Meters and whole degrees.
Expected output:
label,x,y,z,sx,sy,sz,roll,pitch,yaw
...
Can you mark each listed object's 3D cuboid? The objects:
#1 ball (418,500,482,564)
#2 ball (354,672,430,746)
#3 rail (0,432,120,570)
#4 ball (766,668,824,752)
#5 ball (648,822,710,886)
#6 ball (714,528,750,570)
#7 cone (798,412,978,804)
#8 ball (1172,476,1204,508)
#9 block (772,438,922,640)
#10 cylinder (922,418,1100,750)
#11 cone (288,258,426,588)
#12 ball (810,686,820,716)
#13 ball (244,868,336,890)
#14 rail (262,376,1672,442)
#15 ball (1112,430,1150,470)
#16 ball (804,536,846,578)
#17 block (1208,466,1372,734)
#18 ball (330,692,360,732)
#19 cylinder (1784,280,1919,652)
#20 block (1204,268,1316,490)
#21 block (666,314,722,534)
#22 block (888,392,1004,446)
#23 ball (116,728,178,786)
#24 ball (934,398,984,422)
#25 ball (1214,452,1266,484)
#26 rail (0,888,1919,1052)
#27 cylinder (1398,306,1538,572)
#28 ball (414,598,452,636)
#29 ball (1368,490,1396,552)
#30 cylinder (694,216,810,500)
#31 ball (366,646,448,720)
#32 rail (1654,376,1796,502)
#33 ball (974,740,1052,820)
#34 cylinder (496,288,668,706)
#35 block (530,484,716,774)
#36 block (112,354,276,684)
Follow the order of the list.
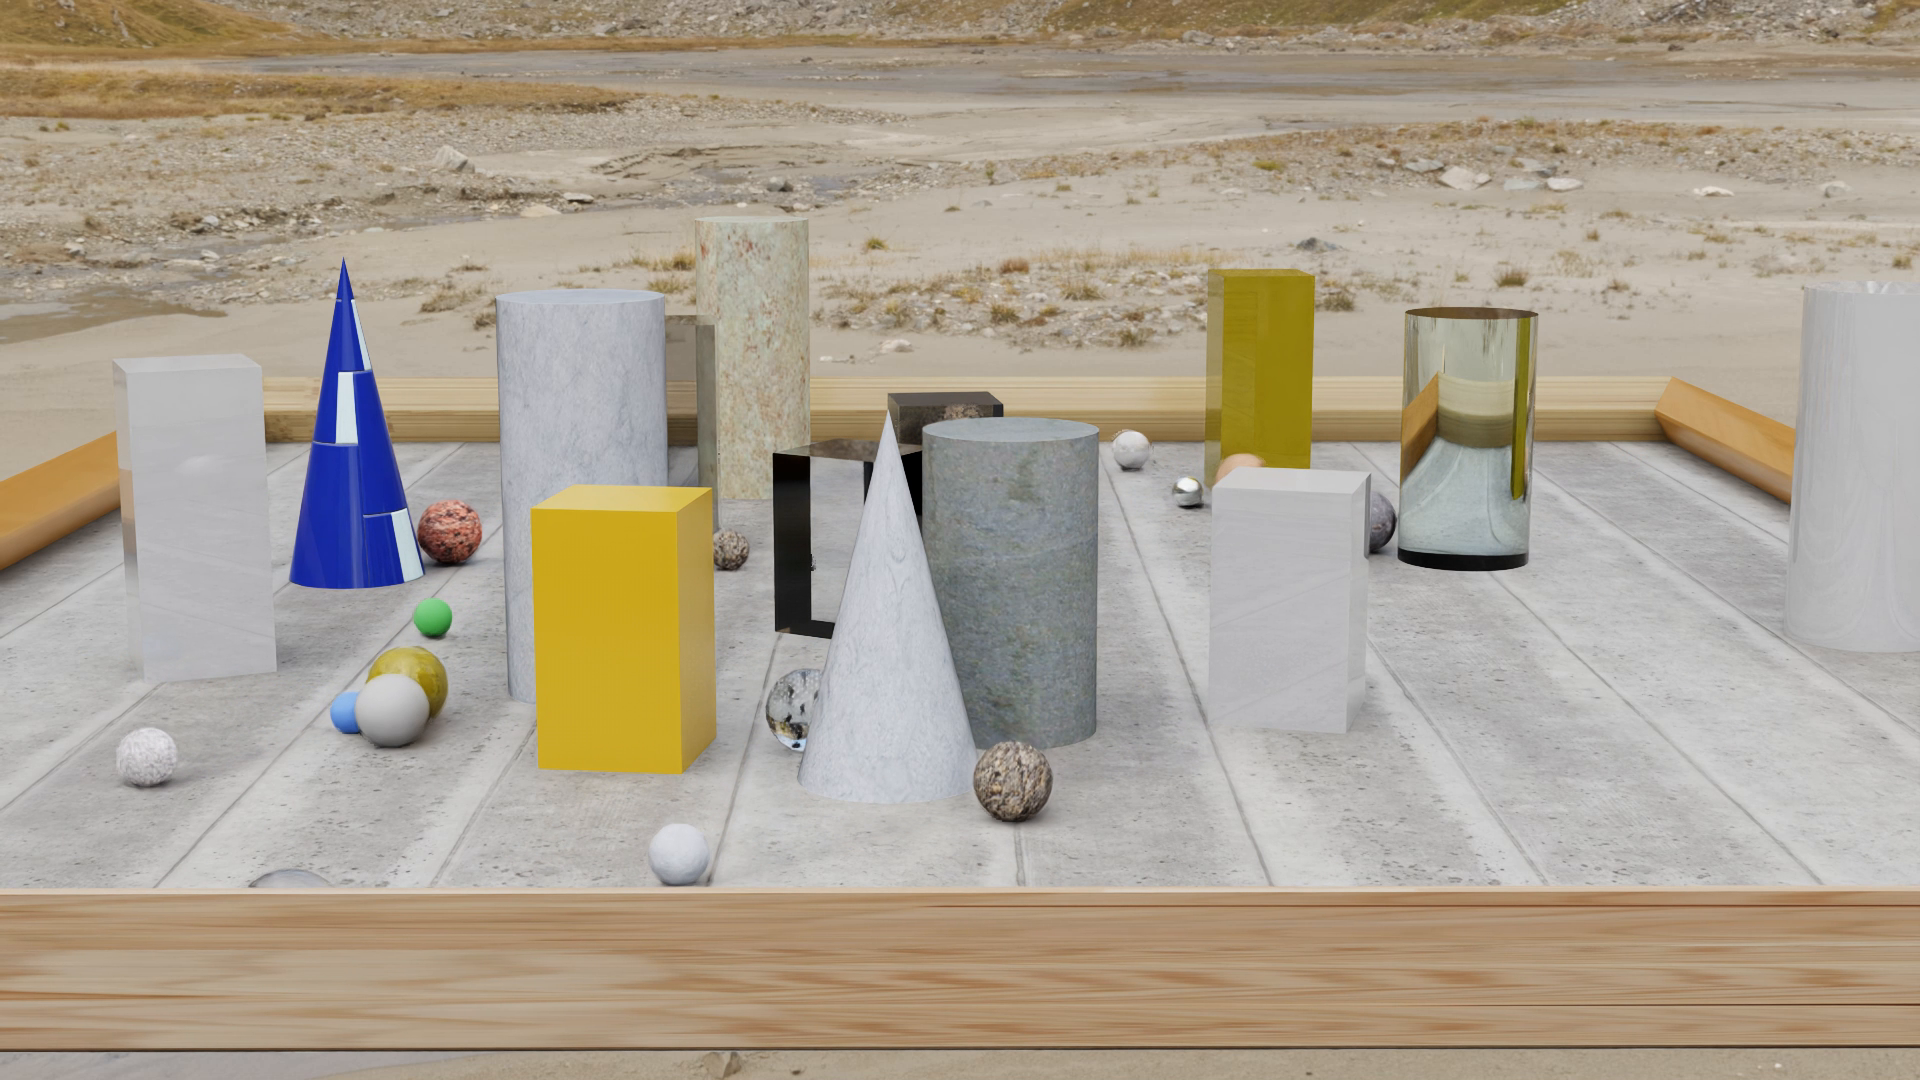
label,x,y,z,sx,sy,sz,roll,pitch,yaw
ball,-0.751,-0.012,3.775,0.094,0.094,0.094,0,11,0
ball,-0.613,0.183,2.769,0.079,0.079,0.079,0,11,0
rail,-1.372,0.034,3.441,0.045,0.125,3.141,0,11,0
ball,-0.163,0.182,2.746,0.090,0.090,0.090,0,11,0
ball,-0.252,0.282,2.301,0.056,0.056,0.056,0,11,0
ball,-0.336,0.013,3.736,0.060,0.060,0.060,0,11,0
cone,-0.072,0.056,2.617,0.192,0.384,0.192,0,11,0
ball,0.378,-0.080,4.258,0.052,0.052,0.052,0,11,0
block,-0.135,-0.001,3.334,0.154,0.235,0.154,6,12,30
cylinder,0.055,0.044,2.816,0.192,0.335,0.192,0,11,0
cone,-0.868,-0.174,3.653,0.192,0.459,0.192,0,11,0
ball,-0.144,0.182,2.859,0.048,0.048,0.048,0,11,0
ball,-0.535,0.310,2.045,0.095,0.095,0.095,0,11,0
rail,-0.009,-0.251,4.970,2.792,0.125,0.045,0,11,0
ball,0.311,-0.164,4.658,0.070,0.070,0.070,0,11,0
ball,-0.194,0.024,3.678,0.059,0.059,0.059,0,11,0
block,0.372,0.064,2.891,0.154,0.268,0.154,3,11,16
ball,-0.671,0.189,2.826,0.046,0.046,0.046,0,11,0
cylinder,1.161,-0.097,3.264,0.192,0.448,0.192,0,11,0
block,0.511,-0.269,4.391,0.154,0.376,0.154,-1,11,-5
block,-0.441,-0.158,3.867,0.154,0.348,0.154,-1,11,-3
block,-0.023,-0.096,3.847,0.154,0.234,0.154,-1,11,-8
ball,-0.829,0.221,2.618,0.059,0.059,0.059,0,11,0
ball,0.000,-0.223,4.904,0.096,0.096,0.096,0,11,0
ball,0.468,-0.100,4.259,0.090,0.090,0.090,0,11,0
rail,0.009,0.315,1.928,2.792,0.125,0.045,0,11,0
cylinder,0.748,-0.152,3.784,0.192,0.366,0.192,0,11,0
ball,-0.677,0.100,3.297,0.049,0.049,0.049,0,11,0
ball,0.612,-0.029,3.872,0.093,0.093,0.093,0,11,0
cylinder,-0.353,-0.315,4.391,0.192,0.465,0.192,0,11,0
ball,-0.614,0.162,2.853,0.090,0.090,0.090,0,11,0
rail,1.372,0.031,3.457,0.045,0.125,3.141,0,11,0
ball,0.052,0.234,2.499,0.077,0.077,0.077,0,11,0
cylinder,-0.435,-0.052,2.983,0.192,0.463,0.192,0,11,0
block,-0.354,0.091,2.722,0.154,0.276,0.154,2,11,8
block,-0.930,-0.030,3.114,0.154,0.372,0.154,-5,11,-23
